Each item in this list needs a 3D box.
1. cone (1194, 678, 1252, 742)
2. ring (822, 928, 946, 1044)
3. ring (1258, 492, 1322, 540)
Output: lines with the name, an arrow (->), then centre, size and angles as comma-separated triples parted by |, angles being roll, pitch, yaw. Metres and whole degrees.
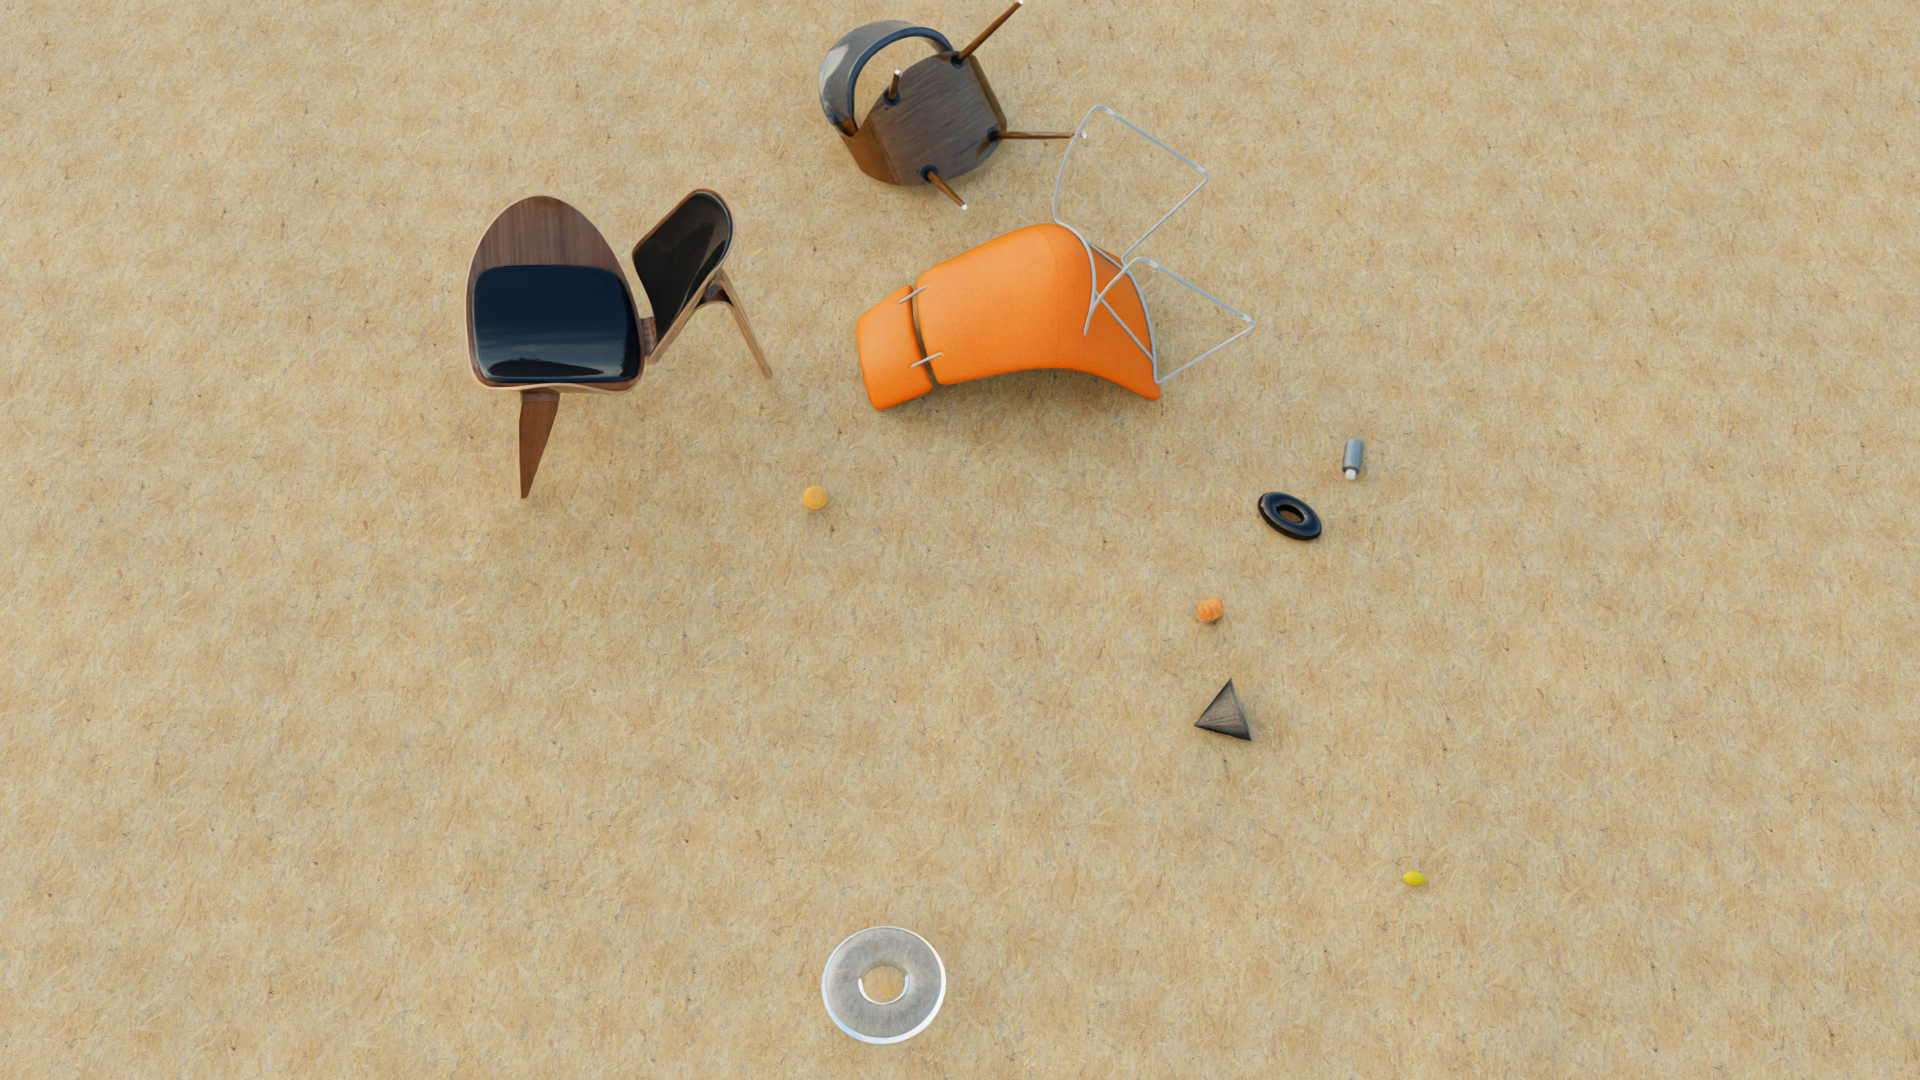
cone -> 0.727, 0.502, 6.210 | 0.144, 0.096, 0.206 | -20, 58, 9
ring -> -0.199, 1.161, 5.746 | 0.328, 0.084, 0.324 | -31, 61, -20
ring -> 0.988, -0.071, 6.588 | 0.217, 0.056, 0.125 | 34, 64, 22
